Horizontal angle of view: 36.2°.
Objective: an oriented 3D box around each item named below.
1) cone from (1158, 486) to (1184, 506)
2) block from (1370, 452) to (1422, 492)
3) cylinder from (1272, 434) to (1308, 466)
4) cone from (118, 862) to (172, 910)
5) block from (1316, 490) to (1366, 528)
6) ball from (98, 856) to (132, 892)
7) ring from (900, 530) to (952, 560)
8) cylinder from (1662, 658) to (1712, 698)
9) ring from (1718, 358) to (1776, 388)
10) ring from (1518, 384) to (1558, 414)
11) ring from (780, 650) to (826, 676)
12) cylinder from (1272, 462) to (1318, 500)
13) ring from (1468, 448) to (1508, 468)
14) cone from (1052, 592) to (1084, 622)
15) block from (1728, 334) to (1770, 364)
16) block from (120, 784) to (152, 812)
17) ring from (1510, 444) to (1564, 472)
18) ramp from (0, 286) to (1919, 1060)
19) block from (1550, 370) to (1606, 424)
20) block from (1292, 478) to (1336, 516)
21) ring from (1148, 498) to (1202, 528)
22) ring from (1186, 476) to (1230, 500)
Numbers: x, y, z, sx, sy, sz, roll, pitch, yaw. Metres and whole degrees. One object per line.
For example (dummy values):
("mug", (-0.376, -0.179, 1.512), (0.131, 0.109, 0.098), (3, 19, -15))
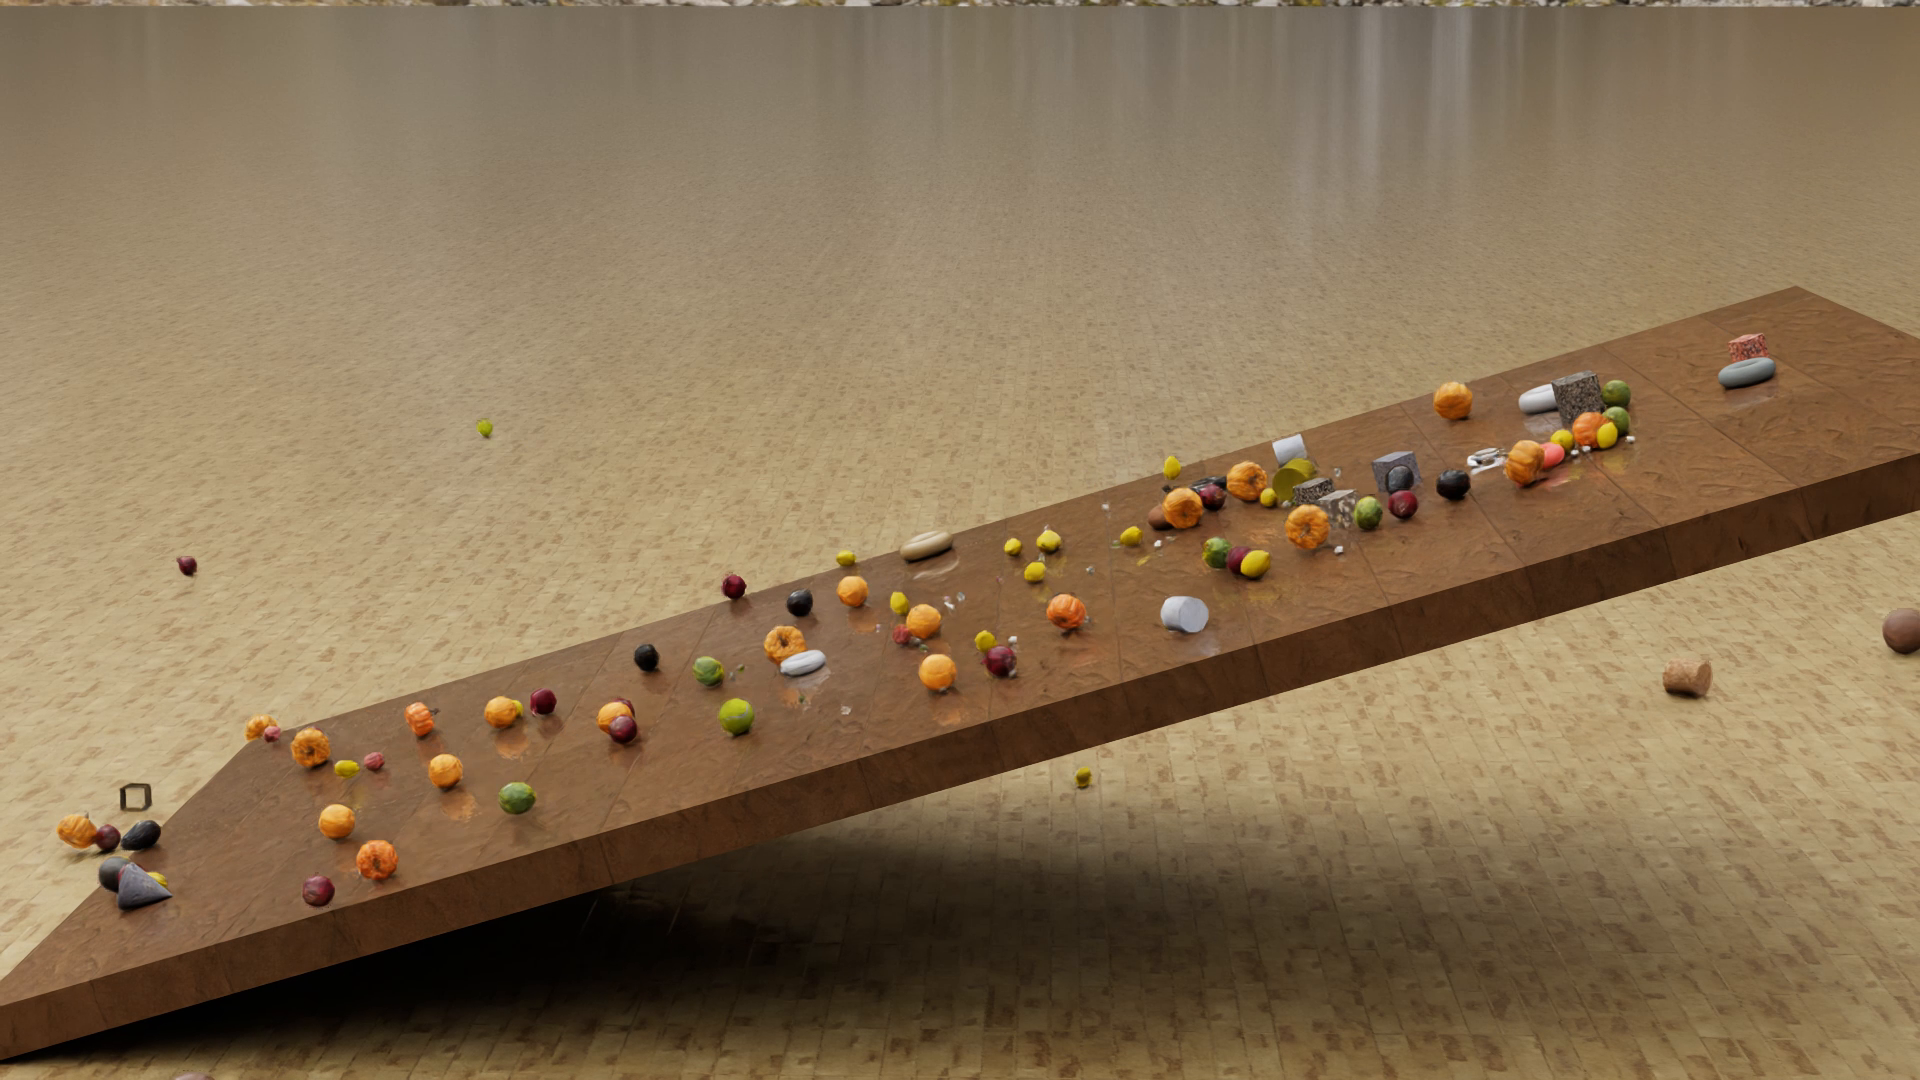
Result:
("cone", (0.500, -0.084, 6.712), (0.072, 0.072, 0.072), (8, 8, -18))
("block", (0.923, -0.144, 6.223), (0.067, 0.067, 0.067), (-22, 11, -25))
("cylinder", (0.764, -0.202, 6.804), (0.068, 0.068, 0.068), (-16, 10, 6))
("cone", (-1.641, 0.713, 5.965), (0.099, 0.099, 0.099), (11, 12, 5))
("block", (0.783, -0.064, 6.043), (0.061, 0.061, 0.061), (-24, 12, -34))
("ball", (-1.767, 0.700, 6.161), (0.074, 0.074, 0.074), (0, 11, 0))
("ring", (-0.081, 0.013, 7.127), (0.135, 0.045, 0.135), (-18, 10, 3))
("cylinder", (2.057, 0.389, 8.320), (0.098, 0.098, 0.098), (9, 15, 40))
("ring", (1.658, -0.353, 6.198), (0.120, 0.040, 0.120), (-17, 9, 3))
("ring", (1.315, -0.318, 6.570), (0.136, 0.045, 0.136), (-17, 9, 3))
("ring", (-0.333, 0.262, 6.236), (0.100, 0.033, 0.100), (-16, 11, 3))
("cylinder", (0.731, -0.129, 6.429), (0.080, 0.080, 0.080), (5, 8, 24))
("ring", (1.108, -0.172, 6.179), (0.087, 0.029, 0.087), (-16, 10, 3))
("cone", (0.224, 0.141, 5.971), (0.061, 0.061, 0.061), (8, 8, -18))
("block", (1.711, -0.412, 6.383), (0.055, 0.055, 0.055), (-23, 12, -30))
("block", (-2.016, 0.630, 7.196), (0.056, 0.056, 0.056), (2, 11, 9))
("ring", (1.178, -0.167, 6.006), (0.114, 0.038, 0.114), (-16, 11, 3))
("ramp", (0.094, 0.185, 6.316), (4.000, 0.100, 2.000), (-16, 10, 5))
("block", (1.340, -0.310, 6.370), (0.086, 0.086, 0.086), (-17, 10, 4))
("block", (0.755, -0.091, 6.232), (0.064, 0.064, 0.064), (-22, 11, -23))
("ring", (0.482, -0.060, 6.585), (0.128, 0.043, 0.128), (-16, 11, 3))
("ring", (0.572, -0.120, 6.778), (0.105, 0.035, 0.105), (-16, 11, 3))
